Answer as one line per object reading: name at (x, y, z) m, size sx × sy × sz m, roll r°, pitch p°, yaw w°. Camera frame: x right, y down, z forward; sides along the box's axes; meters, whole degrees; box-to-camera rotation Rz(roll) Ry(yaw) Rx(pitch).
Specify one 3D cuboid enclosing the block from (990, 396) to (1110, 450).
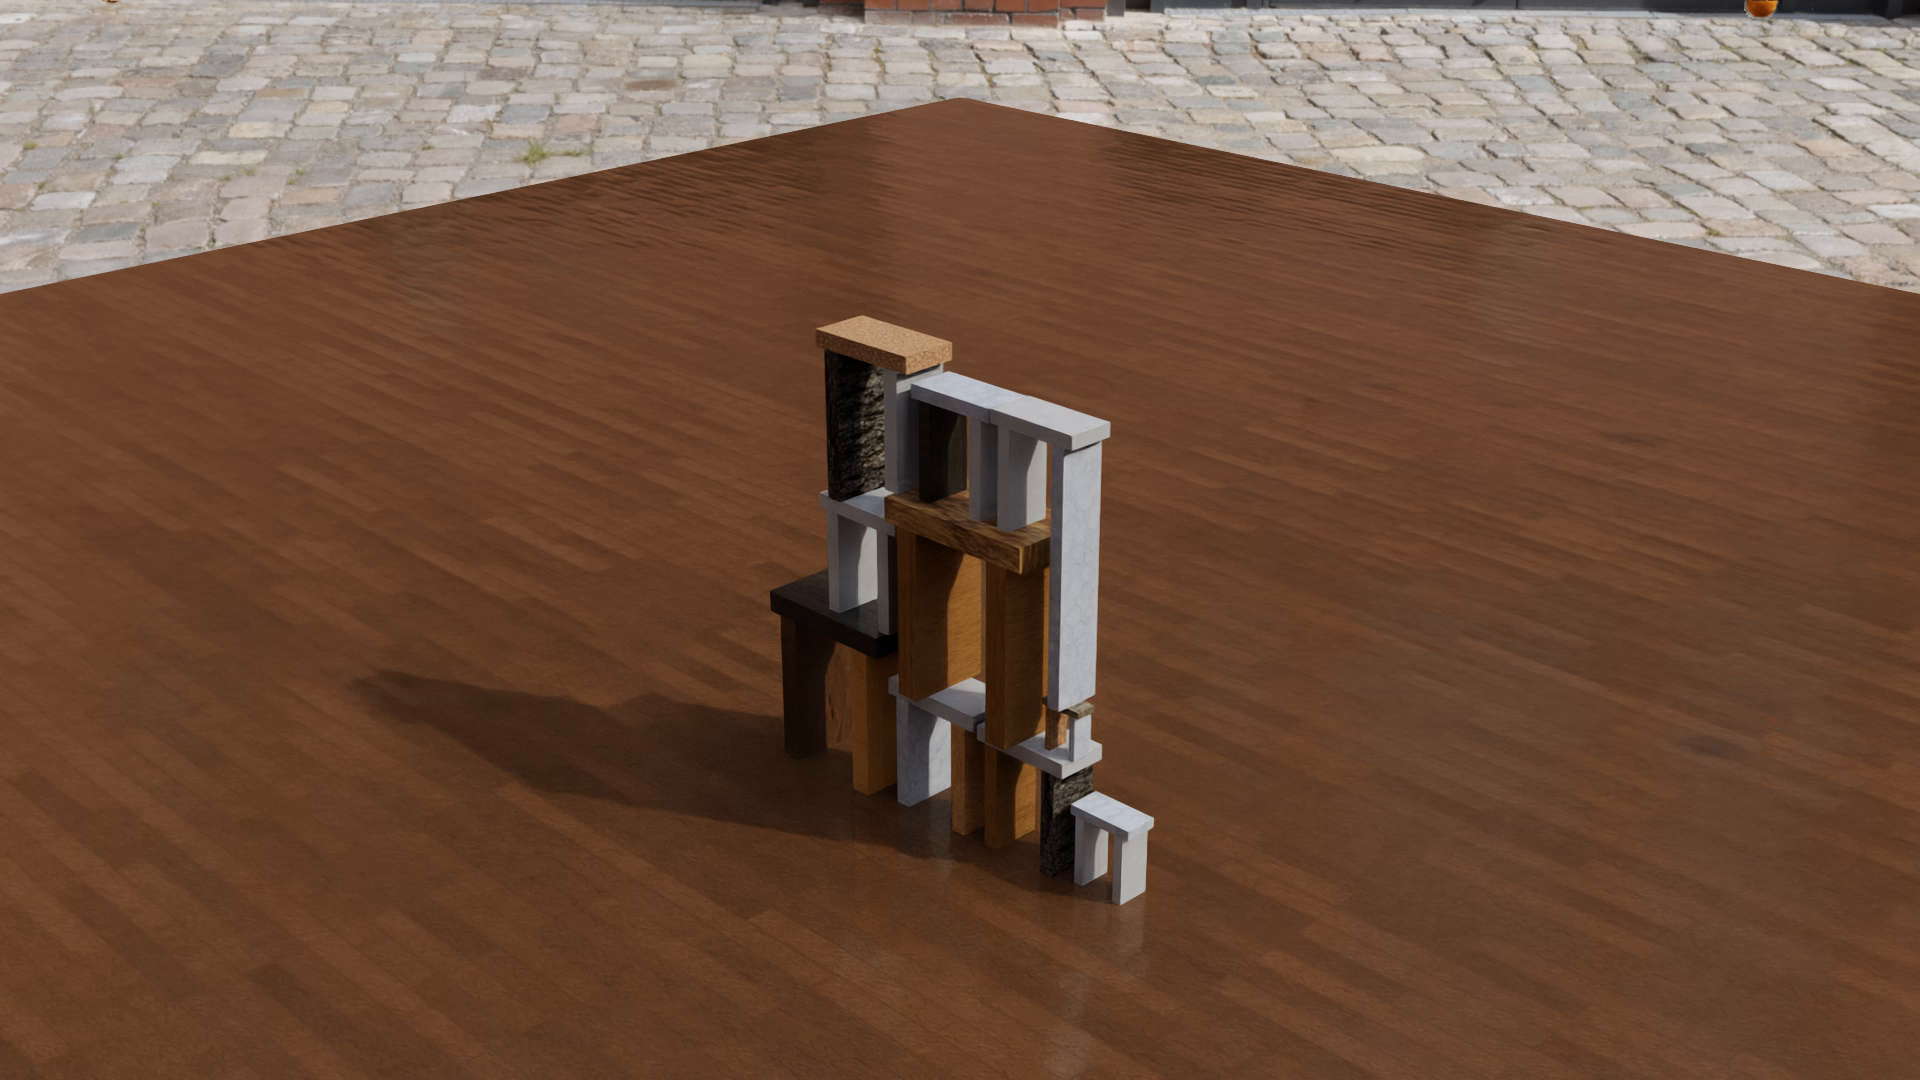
block at (0.162, -0.211, 3.959) m, size 0.101 × 0.029 × 0.202 m, roll -21°, pitch 31°, yaw -40°

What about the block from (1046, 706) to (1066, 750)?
block at (0.182, 0.349, 4.166) m, size 0.046 × 0.092 × 0.013 m, roll -21°, pitch 31°, yaw -40°

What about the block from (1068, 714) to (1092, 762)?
block at (0.225, 0.366, 4.126) m, size 0.046 × 0.092 × 0.013 m, roll -21°, pitch 31°, yaw -41°

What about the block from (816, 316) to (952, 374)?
block at (-0.147, -0.375, 4.220) m, size 0.247 × 0.035 × 0.124 m, roll 21°, pitch 31°, yaw 40°

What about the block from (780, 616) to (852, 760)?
block at (-0.300, 0.289, 4.666) m, size 0.046 × 0.323 × 0.162 m, roll 21°, pitch 31°, yaw 41°

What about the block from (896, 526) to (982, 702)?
block at (-0.039, 0.121, 4.318) m, size 0.051 × 0.358 × 0.179 m, roll 21°, pitch 31°, yaw 41°

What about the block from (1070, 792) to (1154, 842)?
block at (0.286, 0.519, 4.140) m, size 0.145 × 0.021 × 0.072 m, roll 21°, pitch 31°, yaw 41°

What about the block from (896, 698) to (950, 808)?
block at (-0.073, 0.413, 4.482) m, size 0.120 × 0.239 × 0.034 m, roll -21°, pitch 31°, yaw -41°

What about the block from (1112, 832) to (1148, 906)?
block at (0.320, 0.609, 4.140) m, size 0.021 × 0.145 × 0.072 m, roll 21°, pitch 31°, yaw 41°

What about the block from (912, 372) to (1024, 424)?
block at (0.015, -0.267, 4.092) m, size 0.201 × 0.028 × 0.100 m, roll 21°, pitch 31°, yaw 40°

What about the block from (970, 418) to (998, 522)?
block at (0.063, -0.143, 4.094) m, size 0.100 × 0.201 × 0.028 m, roll -21°, pitch 31°, yaw -41°

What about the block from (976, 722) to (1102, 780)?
block at (0.152, 0.389, 4.230) m, size 0.112 × 0.032 × 0.224 m, roll -21°, pitch 31°, yaw -40°

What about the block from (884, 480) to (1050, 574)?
block at (0.045, -0.035, 4.160) m, size 0.358 × 0.051 × 0.179 m, roll 21°, pitch 31°, yaw 41°

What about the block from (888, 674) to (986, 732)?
block at (-0.017, 0.309, 4.376) m, size 0.120 × 0.034 × 0.239 m, roll -21°, pitch 31°, yaw -40°

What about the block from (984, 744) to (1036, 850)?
block at (0.099, 0.486, 4.329) m, size 0.032 × 0.224 × 0.112 m, roll 21°, pitch 31°, yaw 41°

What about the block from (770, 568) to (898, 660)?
block at (-0.223, 0.149, 4.524) m, size 0.162 × 0.046 × 0.323 m, roll -22°, pitch 31°, yaw -40°

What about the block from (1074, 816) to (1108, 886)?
block at (0.252, 0.582, 4.203) m, size 0.021 × 0.145 × 0.072 m, roll 21°, pitch 31°, yaw 41°

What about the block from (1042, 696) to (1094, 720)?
block at (0.204, 0.309, 4.126) m, size 0.046 × 0.013 × 0.092 m, roll -21°, pitch 31°, yaw -40°

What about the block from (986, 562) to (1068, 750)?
block at (0.129, 0.195, 4.166) m, size 0.179 × 0.376 × 0.051 m, roll -21°, pitch 31°, yaw -41°

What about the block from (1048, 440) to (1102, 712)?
block at (0.209, 0.061, 4.023) m, size 0.101 × 0.523 × 0.029 m, roll -21°, pitch 31°, yaw -40°

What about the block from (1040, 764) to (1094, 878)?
block at (0.205, 0.527, 4.231) m, size 0.032 × 0.224 × 0.112 m, roll 21°, pitch 31°, yaw 41°

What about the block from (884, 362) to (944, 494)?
block at (-0.089, -0.223, 4.224) m, size 0.035 × 0.247 × 0.124 m, roll 21°, pitch 31°, yaw 41°

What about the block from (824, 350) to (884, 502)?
block at (-0.206, -0.239, 4.340) m, size 0.124 × 0.310 × 0.035 m, roll -22°, pitch 31°, yaw -40°

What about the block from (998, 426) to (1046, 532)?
block at (0.114, -0.124, 4.048) m, size 0.029 × 0.202 × 0.101 m, roll 21°, pitch 31°, yaw 41°

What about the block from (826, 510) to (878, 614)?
block at (-0.217, 0.029, 4.466) m, size 0.031 × 0.220 × 0.110 m, roll 22°, pitch 31°, yaw 40°

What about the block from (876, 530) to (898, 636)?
block at (-0.113, 0.070, 4.371) m, size 0.110 × 0.220 × 0.031 m, roll -22°, pitch 31°, yaw -40°

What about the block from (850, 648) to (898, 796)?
block at (-0.147, 0.348, 4.526) m, size 0.046 × 0.323 × 0.162 m, roll 21°, pitch 31°, yaw 41°

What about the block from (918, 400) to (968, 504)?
block at (-0.032, -0.180, 4.181) m, size 0.100 × 0.201 × 0.028 m, roll -21°, pitch 31°, yaw -41°

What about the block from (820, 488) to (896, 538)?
block at (-0.165, -0.065, 4.369) m, size 0.110 × 0.031 × 0.220 m, roll -22°, pitch 31°, yaw -40°

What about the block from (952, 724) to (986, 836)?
block at (0.039, 0.457, 4.378) m, size 0.120 × 0.239 × 0.034 m, roll -21°, pitch 31°, yaw -41°
